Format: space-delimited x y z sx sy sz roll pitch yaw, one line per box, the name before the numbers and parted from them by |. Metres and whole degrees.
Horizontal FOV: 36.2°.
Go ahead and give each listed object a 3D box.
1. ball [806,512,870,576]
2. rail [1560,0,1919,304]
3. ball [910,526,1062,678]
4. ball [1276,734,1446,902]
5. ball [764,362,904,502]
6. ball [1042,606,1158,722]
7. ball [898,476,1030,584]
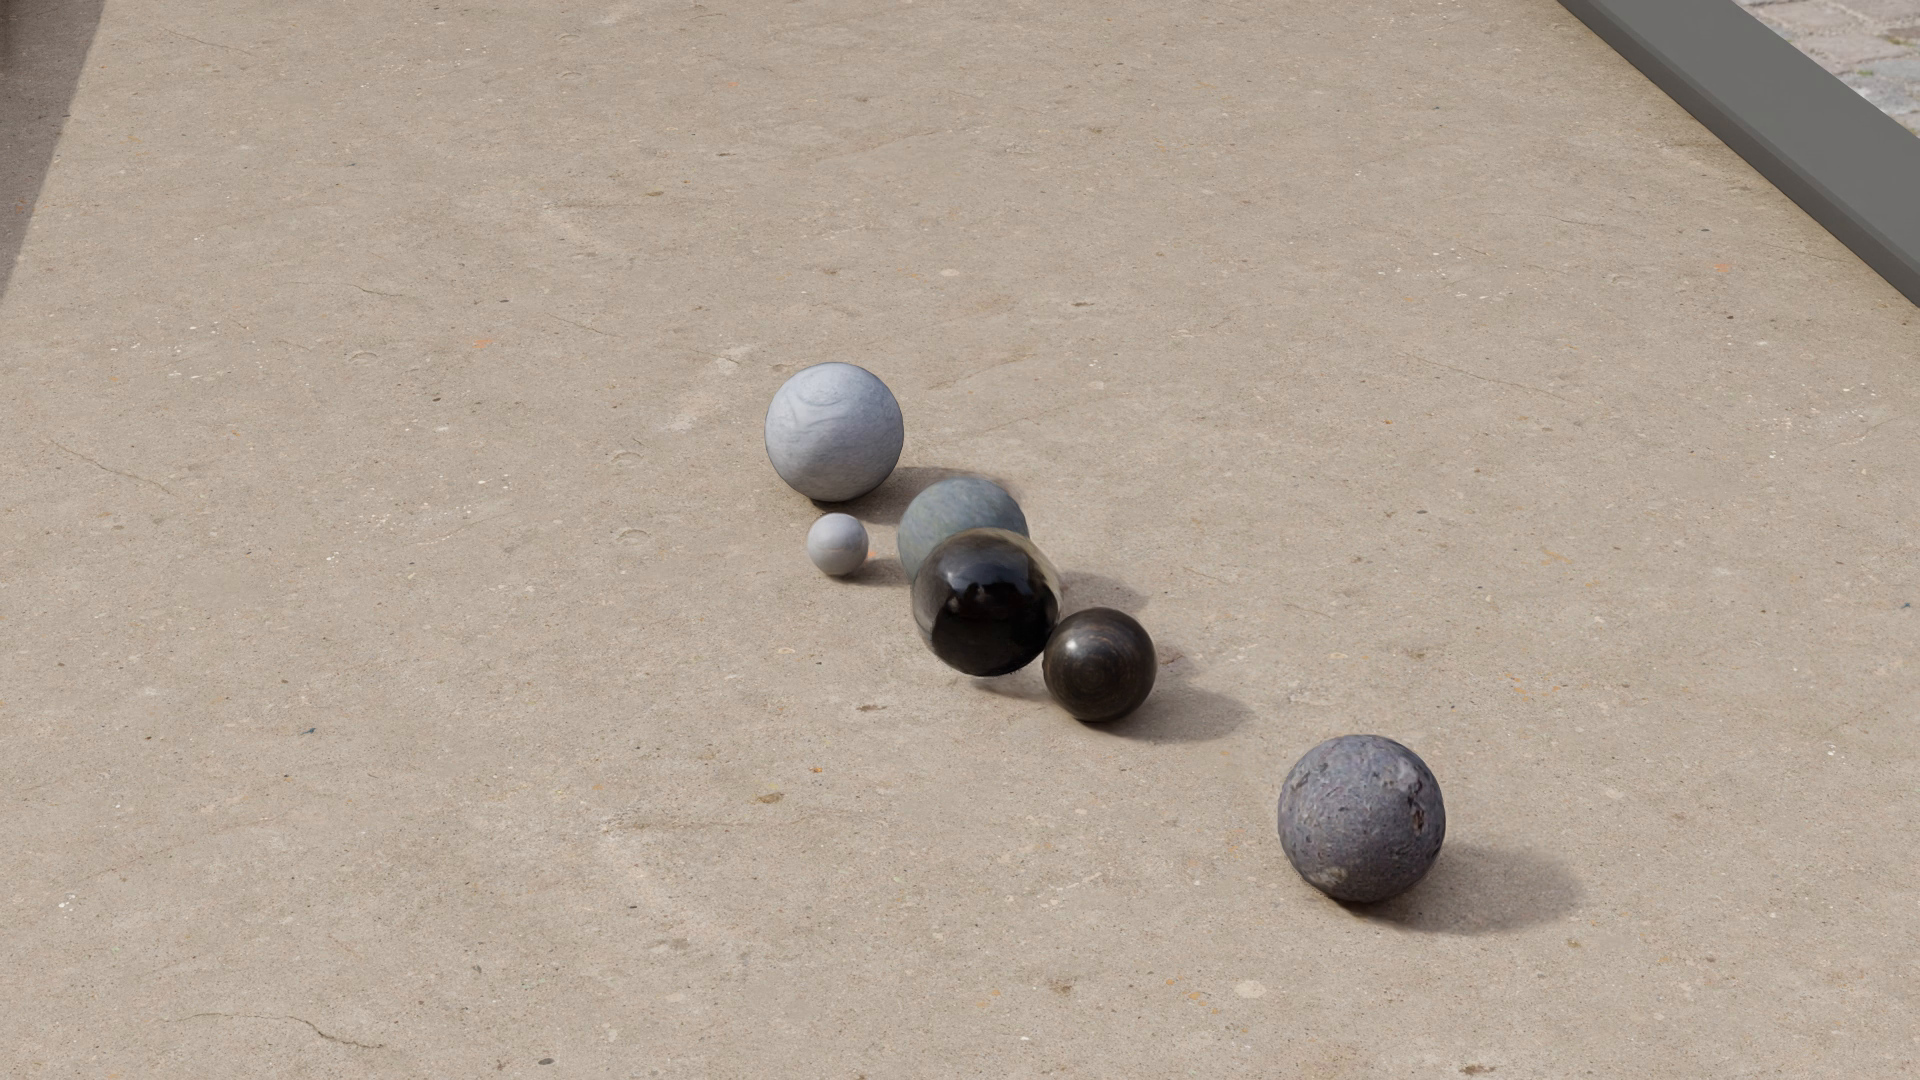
ball | -0.079 0.003 1.908 0.041 0.041 0.041 0 27 0
rail | 0.670 -0.426 2.659 0.045 0.124 3.110 -4 27 -8
ball | 0.016 0.037 1.784 0.092 0.092 0.092 0 27 0
ball | 0.214 0.148 1.568 0.090 0.090 0.090 0 27 0
ball | -0.085 -0.073 1.998 0.095 0.095 0.095 0 27 0
ball | 0.083 0.073 1.739 0.068 0.068 0.068 0 27 0
ball | 0.002 0.001 1.864 0.084 0.084 0.084 0 27 0
